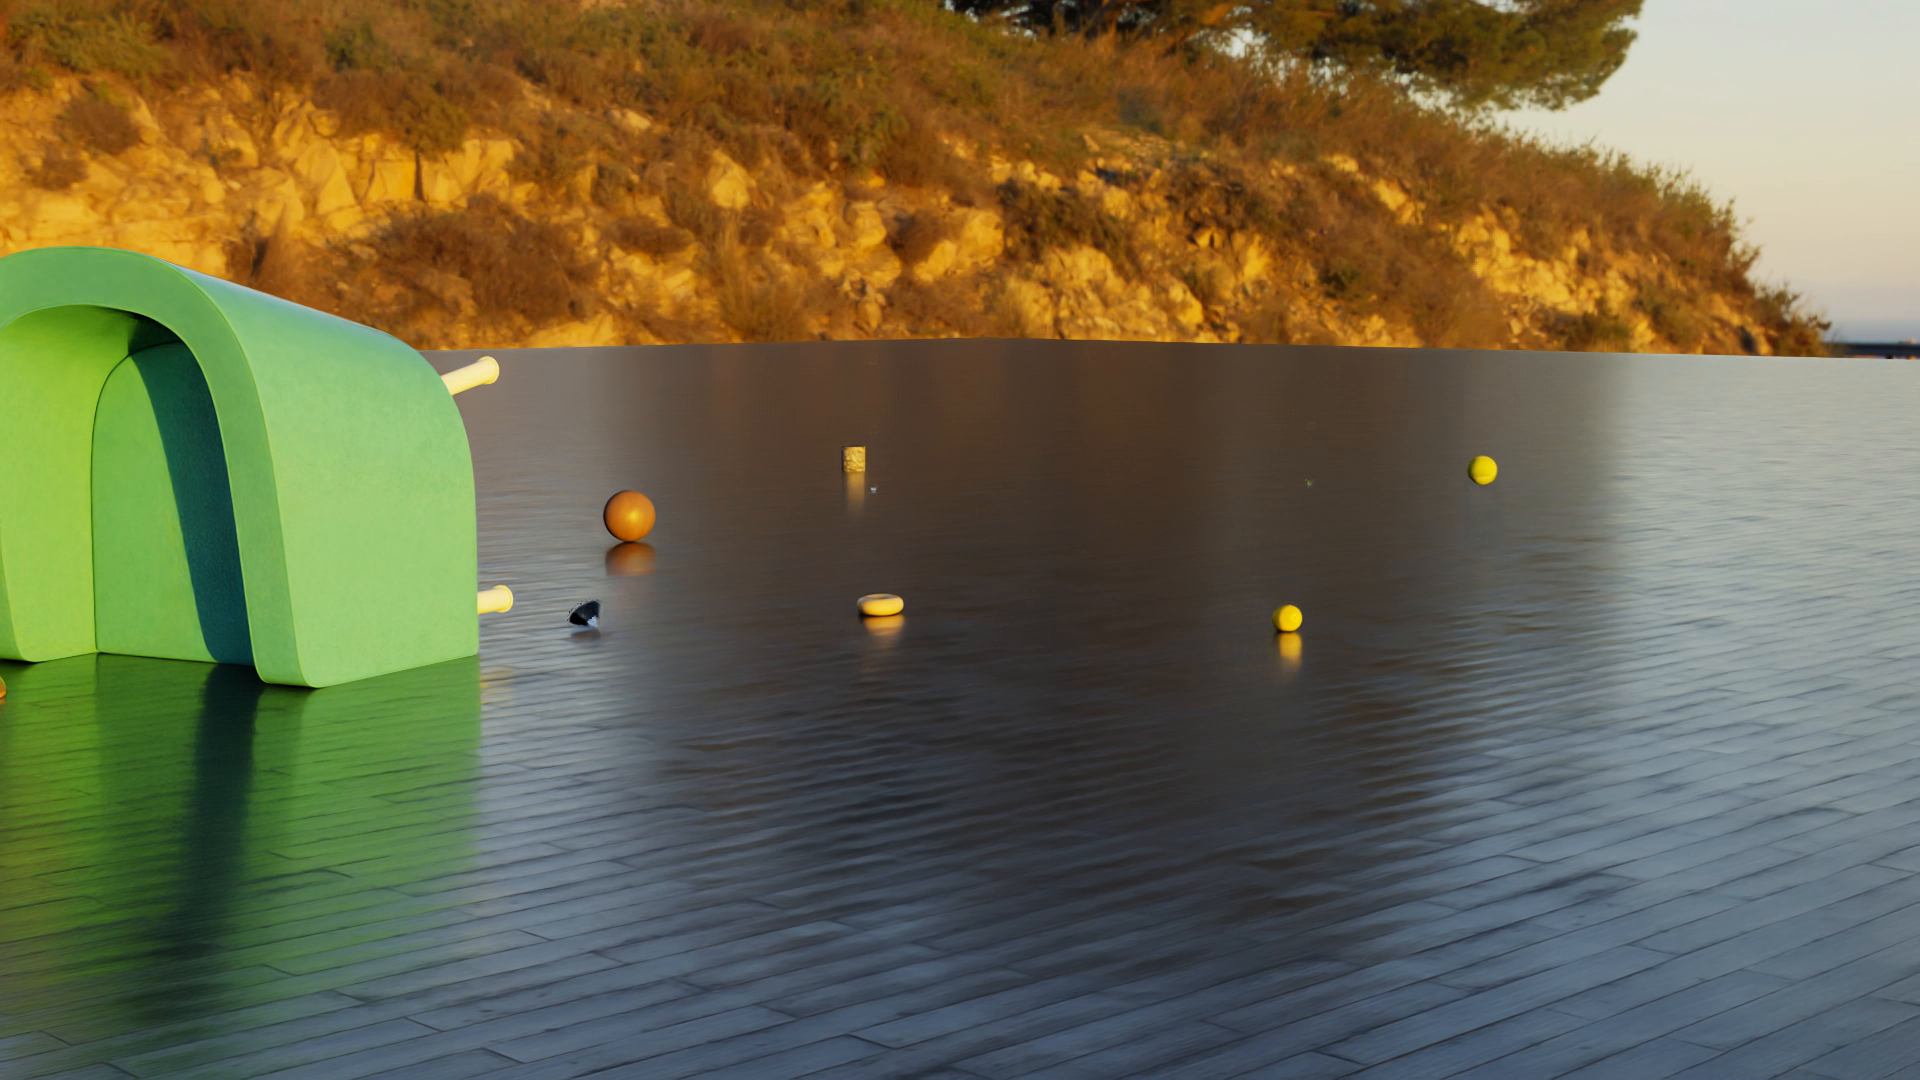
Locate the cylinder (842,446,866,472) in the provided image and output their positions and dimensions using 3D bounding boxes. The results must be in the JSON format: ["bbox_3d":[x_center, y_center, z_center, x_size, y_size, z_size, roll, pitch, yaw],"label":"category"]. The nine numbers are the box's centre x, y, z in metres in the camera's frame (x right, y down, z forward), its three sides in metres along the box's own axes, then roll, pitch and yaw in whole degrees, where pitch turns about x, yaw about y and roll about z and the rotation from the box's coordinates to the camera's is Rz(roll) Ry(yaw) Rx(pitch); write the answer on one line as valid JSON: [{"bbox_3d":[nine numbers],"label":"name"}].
[{"bbox_3d":[-0.361,-0.277,8.701,0.080,0.082,0.090,-2,6,-19],"label":"cylinder"}]

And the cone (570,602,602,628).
[{"bbox_3d":[-0.693,0.152,4.827,0.068,0.050,0.047,-26,49,-24],"label":"cone"}]

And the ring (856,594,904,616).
[{"bbox_3d":[-0.157,0.127,5.028,0.093,0.032,0.131,-1,5,0],"label":"ring"}]
